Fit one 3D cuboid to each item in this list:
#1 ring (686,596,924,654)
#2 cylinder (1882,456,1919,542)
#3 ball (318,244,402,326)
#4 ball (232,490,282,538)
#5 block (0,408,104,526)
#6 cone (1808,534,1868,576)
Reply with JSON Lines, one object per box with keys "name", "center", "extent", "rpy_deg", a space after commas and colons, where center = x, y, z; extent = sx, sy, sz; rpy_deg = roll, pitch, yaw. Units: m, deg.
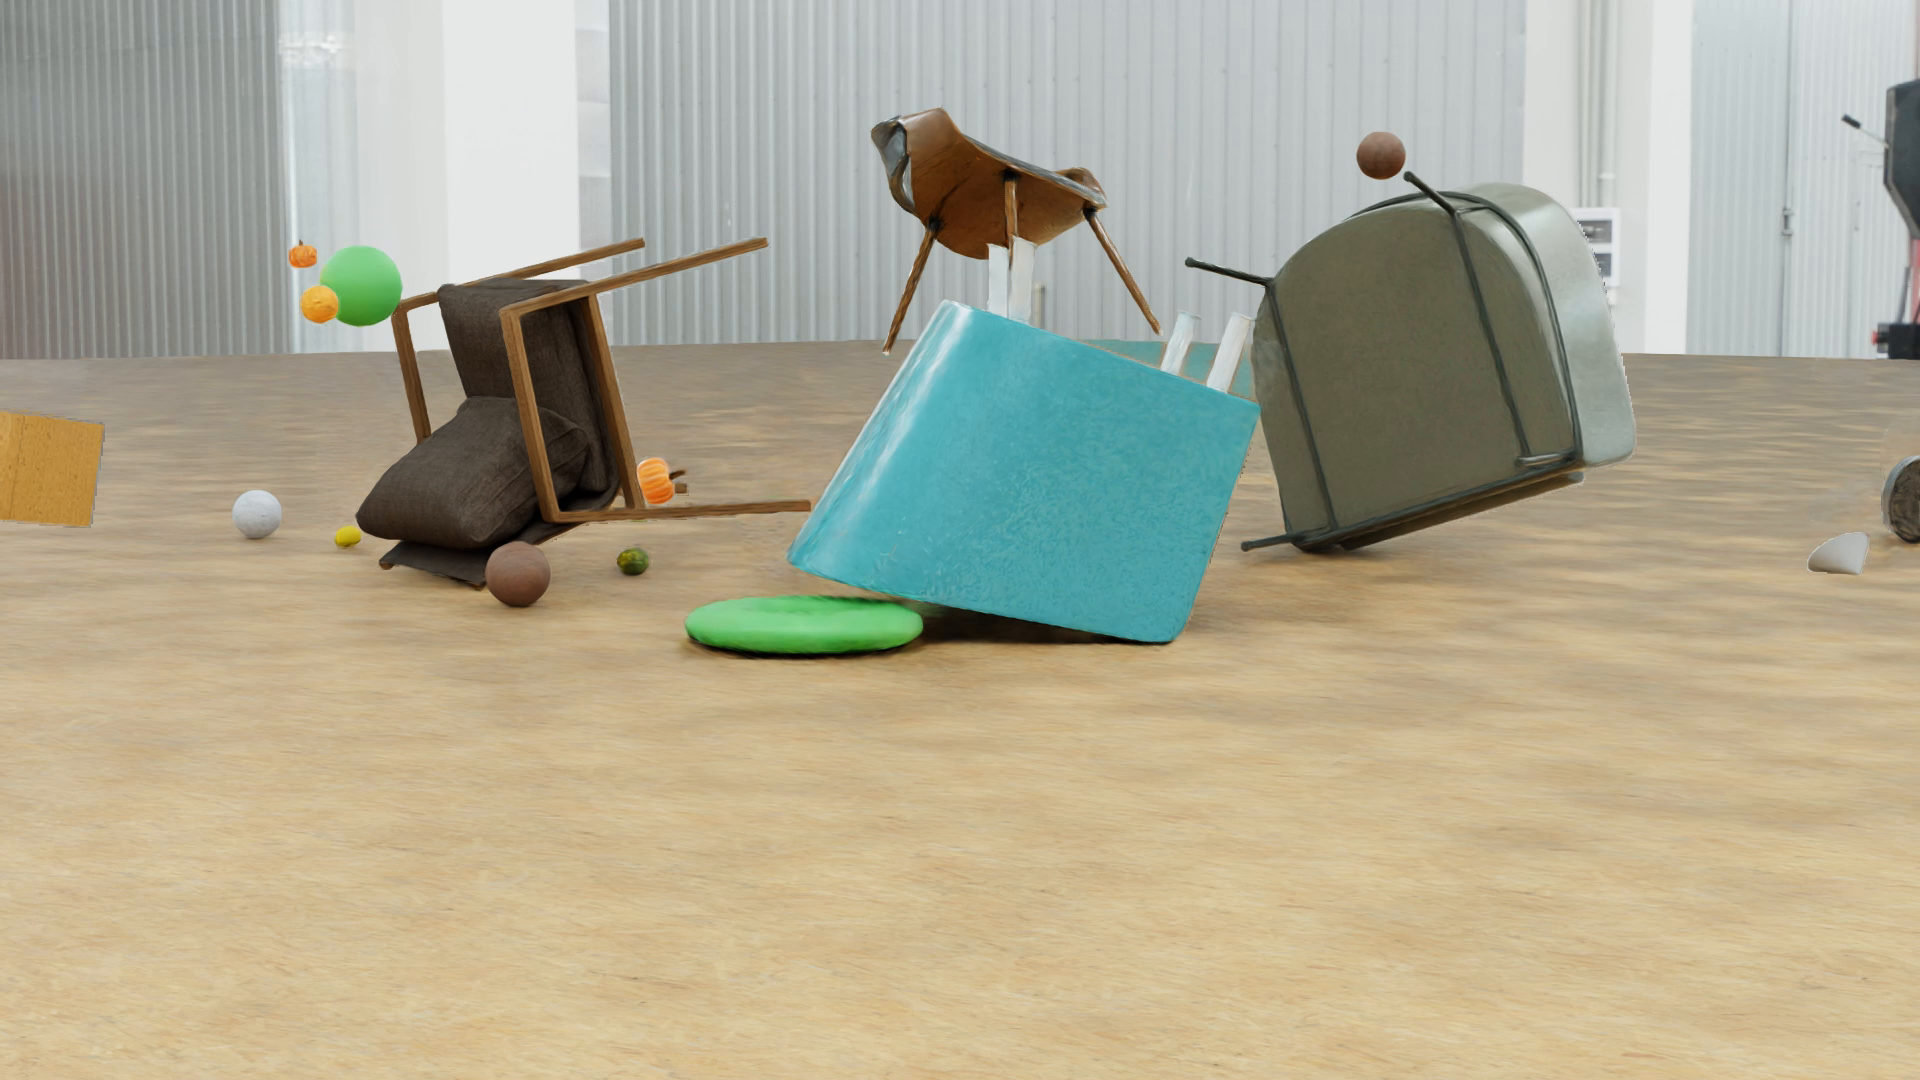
{"name": "ring", "center": [-0.279, 0.151, 4.590], "extent": [0.446, 0.072, 0.384], "rpy_deg": [3, 6, 31]}
{"name": "cylinder", "center": [2.379, -0.103, 6.392], "extent": [0.137, 0.210, 0.132], "rpy_deg": [9, 8, 12]}
{"name": "ball", "center": [-1.306, -0.554, 5.590], "extent": [0.178, 0.178, 0.178], "rpy_deg": [0, 6, 0]}
{"name": "ball", "center": [-1.769, -0.066, 6.458], "extent": [0.121, 0.121, 0.121], "rpy_deg": [0, 6, 0]}
{"name": "block", "center": [-2.184, -0.176, 5.892], "extent": [0.273, 0.238, 0.271], "rpy_deg": [9, 1, 27]}
{"name": "cone", "center": [1.965, 0.053, 5.673], "extent": [0.168, 0.114, 0.074], "rpy_deg": [-10, 48, -25]}
